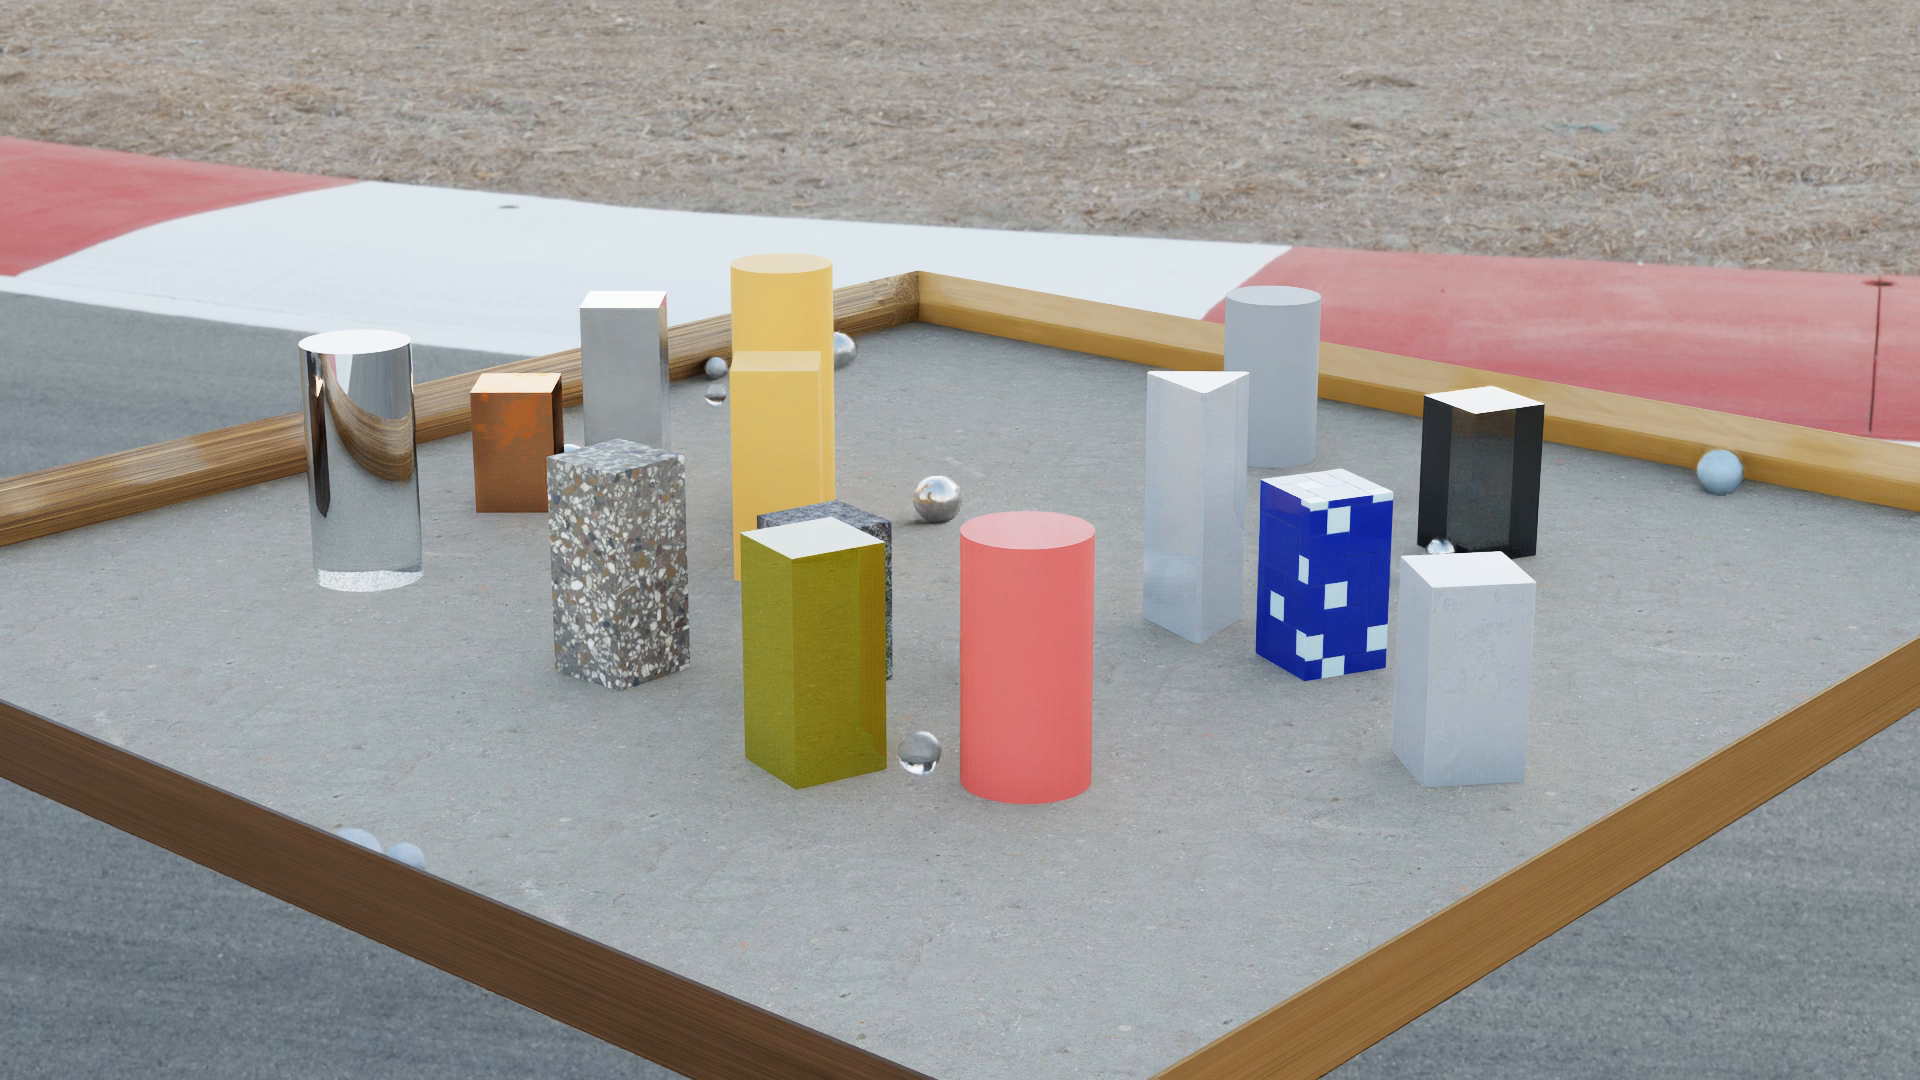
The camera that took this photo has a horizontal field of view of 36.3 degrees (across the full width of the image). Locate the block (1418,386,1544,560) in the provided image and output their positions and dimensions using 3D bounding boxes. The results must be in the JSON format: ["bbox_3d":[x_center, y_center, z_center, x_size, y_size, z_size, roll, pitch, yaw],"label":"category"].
[{"bbox_3d":[0.947,-0.118,5.342,0.154,0.284,0.154,-8,19,-26],"label":"block"}]

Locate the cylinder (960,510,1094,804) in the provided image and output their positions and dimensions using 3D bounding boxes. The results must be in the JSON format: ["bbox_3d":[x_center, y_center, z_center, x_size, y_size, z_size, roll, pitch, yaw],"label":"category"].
[{"bbox_3d":[0.096,0.168,4.229,0.192,0.381,0.192,0,17,0],"label":"cylinder"}]

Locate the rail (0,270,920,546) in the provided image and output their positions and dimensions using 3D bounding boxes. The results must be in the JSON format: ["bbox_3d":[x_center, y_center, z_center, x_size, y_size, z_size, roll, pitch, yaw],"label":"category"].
[{"bbox_3d":[-1.127,-0.252,6.057,0.045,0.125,3.180,14,22,39],"label":"rail"}]

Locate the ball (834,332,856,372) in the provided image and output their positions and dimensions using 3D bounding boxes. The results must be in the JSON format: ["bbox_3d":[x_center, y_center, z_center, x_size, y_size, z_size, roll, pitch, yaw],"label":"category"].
[{"bbox_3d":[-0.283,-0.432,6.720,0.089,0.089,0.089,0,17,0],"label":"ball"}]

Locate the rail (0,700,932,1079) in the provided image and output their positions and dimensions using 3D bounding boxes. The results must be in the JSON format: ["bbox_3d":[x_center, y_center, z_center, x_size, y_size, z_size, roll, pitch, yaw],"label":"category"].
[{"bbox_3d":[-1.027,0.373,3.988,3.033,0.125,0.045,14,22,39],"label":"rail"}]

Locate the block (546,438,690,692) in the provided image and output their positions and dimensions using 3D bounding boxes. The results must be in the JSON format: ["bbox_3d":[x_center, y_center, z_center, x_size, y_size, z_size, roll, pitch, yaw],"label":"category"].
[{"bbox_3d":[-0.546,0.038,4.700,0.154,0.358,0.154,14,22,38],"label":"block"}]

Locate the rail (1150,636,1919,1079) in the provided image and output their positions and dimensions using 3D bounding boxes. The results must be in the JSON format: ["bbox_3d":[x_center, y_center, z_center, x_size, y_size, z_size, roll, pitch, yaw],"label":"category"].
[{"bbox_3d":[1.127,0.314,4.183,0.045,0.125,3.180,14,22,39],"label":"rail"}]

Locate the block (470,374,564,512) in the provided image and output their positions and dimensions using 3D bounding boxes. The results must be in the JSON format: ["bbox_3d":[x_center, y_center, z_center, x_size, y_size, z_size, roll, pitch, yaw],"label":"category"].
[{"bbox_3d":[-0.851,-0.188,5.656,0.154,0.237,0.154,0,17,0],"label":"block"}]

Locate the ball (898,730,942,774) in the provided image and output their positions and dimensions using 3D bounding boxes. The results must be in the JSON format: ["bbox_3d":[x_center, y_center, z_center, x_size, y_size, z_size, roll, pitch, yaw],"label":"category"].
[{"bbox_3d":[-0.059,0.312,4.298,0.065,0.065,0.065,0,17,0],"label":"ball"}]

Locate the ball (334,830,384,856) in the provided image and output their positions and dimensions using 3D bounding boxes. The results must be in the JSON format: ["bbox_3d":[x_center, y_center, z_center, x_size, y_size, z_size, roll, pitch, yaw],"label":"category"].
[{"bbox_3d":[-0.807,0.426,3.889,0.084,0.084,0.084,0,17,0],"label":"ball"}]

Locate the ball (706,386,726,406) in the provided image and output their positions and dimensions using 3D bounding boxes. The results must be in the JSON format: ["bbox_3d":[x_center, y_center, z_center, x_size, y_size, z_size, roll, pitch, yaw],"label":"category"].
[{"bbox_3d":[-0.534,-0.317,6.415,0.045,0.045,0.045,0,17,0],"label":"ball"}]

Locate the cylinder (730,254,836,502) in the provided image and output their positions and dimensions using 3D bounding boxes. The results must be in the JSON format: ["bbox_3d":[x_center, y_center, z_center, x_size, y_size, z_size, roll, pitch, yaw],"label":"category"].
[{"bbox_3d":[-0.336,-0.291,5.577,0.192,0.479,0.192,0,17,0],"label":"cylinder"}]

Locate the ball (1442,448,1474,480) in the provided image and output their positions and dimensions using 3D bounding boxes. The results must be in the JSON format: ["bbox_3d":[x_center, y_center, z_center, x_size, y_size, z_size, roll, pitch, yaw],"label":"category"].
[{"bbox_3d":[0.991,-0.150,5.832,0.063,0.063,0.063,0,17,0],"label":"ball"}]

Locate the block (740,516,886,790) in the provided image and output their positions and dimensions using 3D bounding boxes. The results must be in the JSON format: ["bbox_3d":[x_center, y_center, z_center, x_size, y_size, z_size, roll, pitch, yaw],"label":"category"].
[{"bbox_3d":[-0.214,0.164,4.296,0.154,0.350,0.154,-10,20,-31],"label":"block"}]

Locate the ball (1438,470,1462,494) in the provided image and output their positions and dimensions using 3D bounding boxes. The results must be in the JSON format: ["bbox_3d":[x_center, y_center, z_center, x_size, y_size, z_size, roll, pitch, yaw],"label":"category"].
[{"bbox_3d":[0.958,-0.113,5.734,0.048,0.048,0.048,0,17,0],"label":"ball"}]

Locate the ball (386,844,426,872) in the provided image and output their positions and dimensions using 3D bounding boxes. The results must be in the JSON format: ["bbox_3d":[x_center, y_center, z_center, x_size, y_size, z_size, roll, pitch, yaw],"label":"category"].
[{"bbox_3d":[-0.741,0.432,3.916,0.055,0.055,0.055,0,17,0],"label":"ball"}]

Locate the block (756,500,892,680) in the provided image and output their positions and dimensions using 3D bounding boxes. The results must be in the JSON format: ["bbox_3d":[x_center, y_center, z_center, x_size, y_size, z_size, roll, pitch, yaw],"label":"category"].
[{"bbox_3d":[-0.215,0.092,4.680,0.154,0.264,0.154,-12,21,-35],"label":"block"}]

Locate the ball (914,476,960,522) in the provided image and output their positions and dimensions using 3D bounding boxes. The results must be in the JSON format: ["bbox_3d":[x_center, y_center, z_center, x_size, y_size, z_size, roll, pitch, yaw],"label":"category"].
[{"bbox_3d":[-0.045,-0.077,5.548,0.088,0.088,0.088,0,17,0],"label":"ball"}]

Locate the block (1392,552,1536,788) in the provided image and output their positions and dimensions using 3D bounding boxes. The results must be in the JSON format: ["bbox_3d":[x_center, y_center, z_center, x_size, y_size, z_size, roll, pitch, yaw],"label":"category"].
[{"bbox_3d":[0.735,0.188,4.292,0.154,0.305,0.154,-3,17,-8],"label":"block"}]

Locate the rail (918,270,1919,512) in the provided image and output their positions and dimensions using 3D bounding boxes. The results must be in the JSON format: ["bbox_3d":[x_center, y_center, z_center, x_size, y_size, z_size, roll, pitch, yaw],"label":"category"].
[{"bbox_3d":[1.027,-0.311,6.253,3.033,0.125,0.045,14,22,39],"label":"rail"}]

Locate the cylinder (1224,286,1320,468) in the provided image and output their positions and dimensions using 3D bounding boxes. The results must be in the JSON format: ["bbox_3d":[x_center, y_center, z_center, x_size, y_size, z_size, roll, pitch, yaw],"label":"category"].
[{"bbox_3d":[0.633,-0.334,5.971,0.192,0.334,0.192,0,17,0],"label":"cylinder"}]

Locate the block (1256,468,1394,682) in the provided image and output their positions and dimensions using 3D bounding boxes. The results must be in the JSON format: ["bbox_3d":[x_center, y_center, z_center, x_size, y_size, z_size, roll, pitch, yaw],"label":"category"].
[{"bbox_3d":[0.589,0.055,4.749,0.154,0.296,0.154,-8,18,-24],"label":"block"}]

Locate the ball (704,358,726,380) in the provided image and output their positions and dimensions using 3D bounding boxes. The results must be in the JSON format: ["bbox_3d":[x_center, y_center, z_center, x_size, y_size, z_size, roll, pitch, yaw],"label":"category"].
[{"bbox_3d":[-0.555,-0.390,6.648,0.050,0.050,0.050,0,17,0],"label":"ball"}]

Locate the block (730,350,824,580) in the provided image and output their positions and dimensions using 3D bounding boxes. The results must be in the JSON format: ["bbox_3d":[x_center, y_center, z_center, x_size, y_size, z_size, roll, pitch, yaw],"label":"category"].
[{"bbox_3d":[-0.324,-0.133,5.223,0.154,0.382,0.154,0,17,0],"label":"block"}]

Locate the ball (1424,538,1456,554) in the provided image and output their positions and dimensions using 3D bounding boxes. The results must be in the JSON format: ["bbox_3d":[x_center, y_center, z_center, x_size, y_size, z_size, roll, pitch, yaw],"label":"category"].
[{"bbox_3d":[0.863,0.024,5.271,0.054,0.054,0.054,0,17,0],"label":"ball"}]

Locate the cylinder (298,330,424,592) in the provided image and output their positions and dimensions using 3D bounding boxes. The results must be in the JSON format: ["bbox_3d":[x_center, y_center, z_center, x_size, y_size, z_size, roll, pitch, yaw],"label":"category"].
[{"bbox_3d":[-1.055,-0.142,5.174,0.192,0.427,0.192,0,17,0],"label":"cylinder"}]

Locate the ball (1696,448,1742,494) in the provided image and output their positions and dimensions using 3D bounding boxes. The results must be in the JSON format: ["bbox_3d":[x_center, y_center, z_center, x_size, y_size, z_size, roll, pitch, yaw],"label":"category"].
[{"bbox_3d":[1.486,-0.134,5.735,0.088,0.088,0.088,0,17,0],"label":"ball"}]

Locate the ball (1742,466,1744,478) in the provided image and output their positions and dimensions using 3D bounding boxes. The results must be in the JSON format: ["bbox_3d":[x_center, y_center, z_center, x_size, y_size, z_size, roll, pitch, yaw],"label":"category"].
[{"bbox_3d":[1.535,-0.134,5.817,0.041,0.041,0.041,0,17,0],"label":"ball"}]

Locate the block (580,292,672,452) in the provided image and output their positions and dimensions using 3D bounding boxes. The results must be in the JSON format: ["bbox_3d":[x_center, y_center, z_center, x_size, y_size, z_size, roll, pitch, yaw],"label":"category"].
[{"bbox_3d":[-0.664,-0.305,5.841,0.154,0.355,0.154,0,17,1],"label":"block"}]

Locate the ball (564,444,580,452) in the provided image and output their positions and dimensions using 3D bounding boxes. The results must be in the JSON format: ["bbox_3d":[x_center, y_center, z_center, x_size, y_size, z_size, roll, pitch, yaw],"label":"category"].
[{"bbox_3d":[-0.777,-0.157,5.843,0.069,0.069,0.069,0,17,0],"label":"ball"}]

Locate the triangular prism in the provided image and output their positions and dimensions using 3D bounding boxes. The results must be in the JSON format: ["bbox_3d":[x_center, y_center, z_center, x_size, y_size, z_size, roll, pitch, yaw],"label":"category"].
[{"bbox_3d":[0.376,-0.065,4.917,0.144,0.428,0.166,10,19,29],"label":"triangular prism"}]
